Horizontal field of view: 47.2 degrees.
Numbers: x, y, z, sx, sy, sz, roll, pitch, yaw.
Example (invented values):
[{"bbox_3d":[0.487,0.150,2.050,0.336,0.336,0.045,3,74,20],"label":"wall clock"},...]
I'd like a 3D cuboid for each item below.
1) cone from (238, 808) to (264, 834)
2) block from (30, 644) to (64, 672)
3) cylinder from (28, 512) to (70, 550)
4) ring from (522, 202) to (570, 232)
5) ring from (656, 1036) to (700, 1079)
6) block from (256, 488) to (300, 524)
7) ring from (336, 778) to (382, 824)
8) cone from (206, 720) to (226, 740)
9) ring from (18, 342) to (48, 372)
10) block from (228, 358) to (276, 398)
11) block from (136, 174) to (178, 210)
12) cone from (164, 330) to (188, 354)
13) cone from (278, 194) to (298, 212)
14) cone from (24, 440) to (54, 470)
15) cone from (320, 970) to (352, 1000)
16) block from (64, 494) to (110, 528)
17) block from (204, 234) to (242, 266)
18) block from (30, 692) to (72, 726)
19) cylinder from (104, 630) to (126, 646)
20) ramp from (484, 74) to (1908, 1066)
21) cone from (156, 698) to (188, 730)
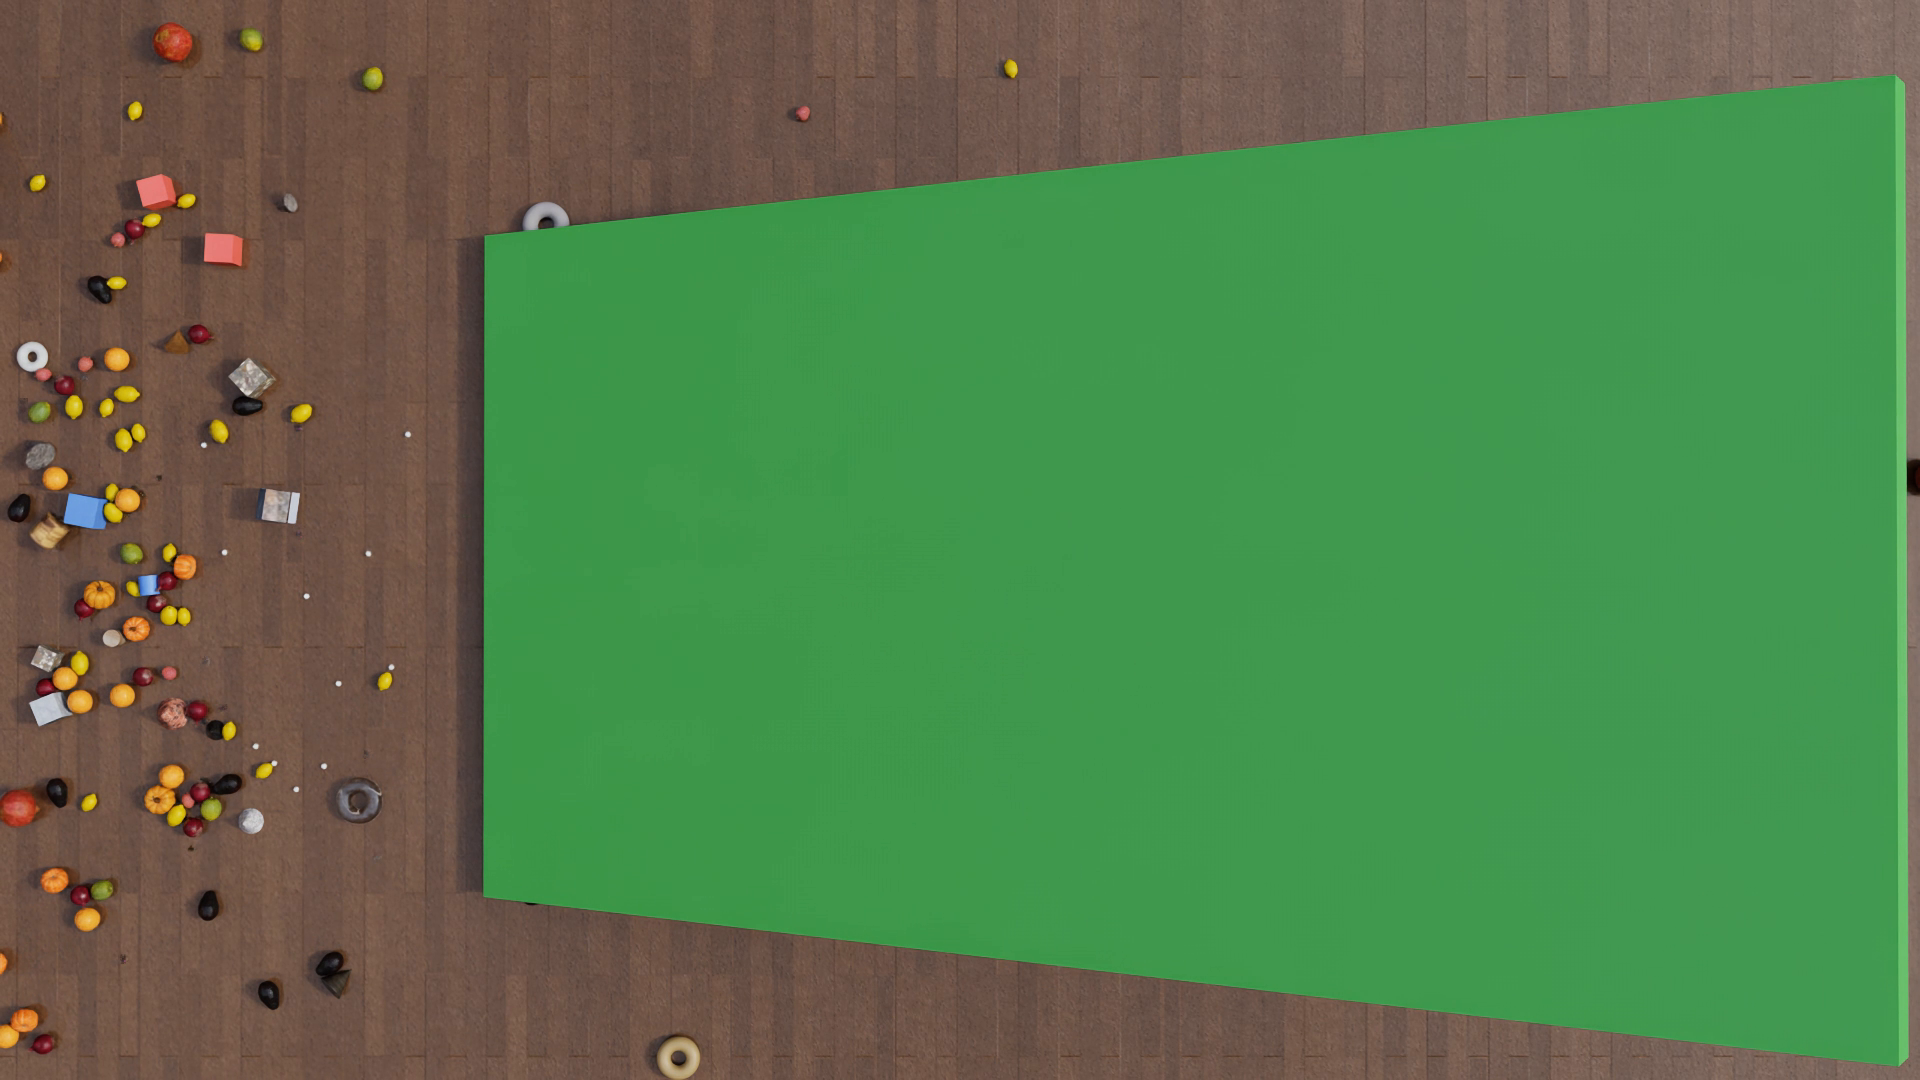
[{"bbox_3d":[-2.169,0.860,6.689,0.078,0.078,0.078,0,90,0],"label":"cone"},{"bbox_3d":[-2.779,0.361,6.702,0.060,0.060,0.060,25,90,0],"label":"block"},{"bbox_3d":[-2.771,-0.026,6.693,0.083,0.083,0.083,42,90,0],"label":"cylinder"},{"bbox_3d":[-1.265,-0.961,6.719,0.146,0.049,0.146,0,89,1],"label":"ring"},{"bbox_3d":[-0.858,1.579,6.700,0.134,0.045,0.134,0,89,-1],"label":"ring"},{"bbox_3d":[-2.075,-0.103,6.689,0.094,0.094,0.094,8,90,0],"label":"block"},{"bbox_3d":[-1.830,0.795,6.705,0.143,0.048,0.143,0,89,1],"label":"ring"},{"bbox_3d":[-2.277,0.582,6.699,0.062,0.062,0.062,0,90,0],"label":"cone"},{"bbox_3d":[-2.836,-0.560,6.724,0.093,0.031,0.093,0,91,0],"label":"ring"},{"bbox_3d":[-2.155,-0.493,6.697,0.084,0.084,0.084,-43,90,0],"label":"block"},{"bbox_3d":[-2.447,-1.059,6.704,0.080,0.080,0.080,-15,90,0],"label":"block"},{"bbox_3d":[-2.392,-0.616,6.724,0.069,0.069,0.069,-6,63,0],"label":"cone"},{"bbox_3d":[-2.069,-1.024,6.731,0.055,0.055,0.055,-15,89,26],"label":"cone"},{"bbox_3d":[-2.833,-0.280,6.716,0.093,0.093,0.093,38,90,27],"label":"cone"},{"bbox_3d":[-1.887,1.338,6.704,0.086,0.086,0.086,48,63,0],"label":"cone"},{"bbox_3d":[-2.656,-0.087,6.690,0.091,0.091,0.091,11,90,0],"label":"block"},{"bbox_3d":[-2.244,-0.884,6.700,0.085,0.085,0.085,3,90,0],"label":"block"},{"bbox_3d":[-2.766,0.514,6.692,0.077,0.077,0.077,-22,90,0],"label":"block"},{"bbox_3d":[-2.578,0.299,6.706,0.052,0.052,0.052,0,90,0],"label":"cylinder"},{"bbox_3d":[0.253,0.069,5.584,4.000,0.100,2.000,0,89,34],"label":"ramp"},{"bbox_3d":[-2.409,0.531,6.681,0.099,0.099,0.099,0,90,0],"label":"cone"}]
